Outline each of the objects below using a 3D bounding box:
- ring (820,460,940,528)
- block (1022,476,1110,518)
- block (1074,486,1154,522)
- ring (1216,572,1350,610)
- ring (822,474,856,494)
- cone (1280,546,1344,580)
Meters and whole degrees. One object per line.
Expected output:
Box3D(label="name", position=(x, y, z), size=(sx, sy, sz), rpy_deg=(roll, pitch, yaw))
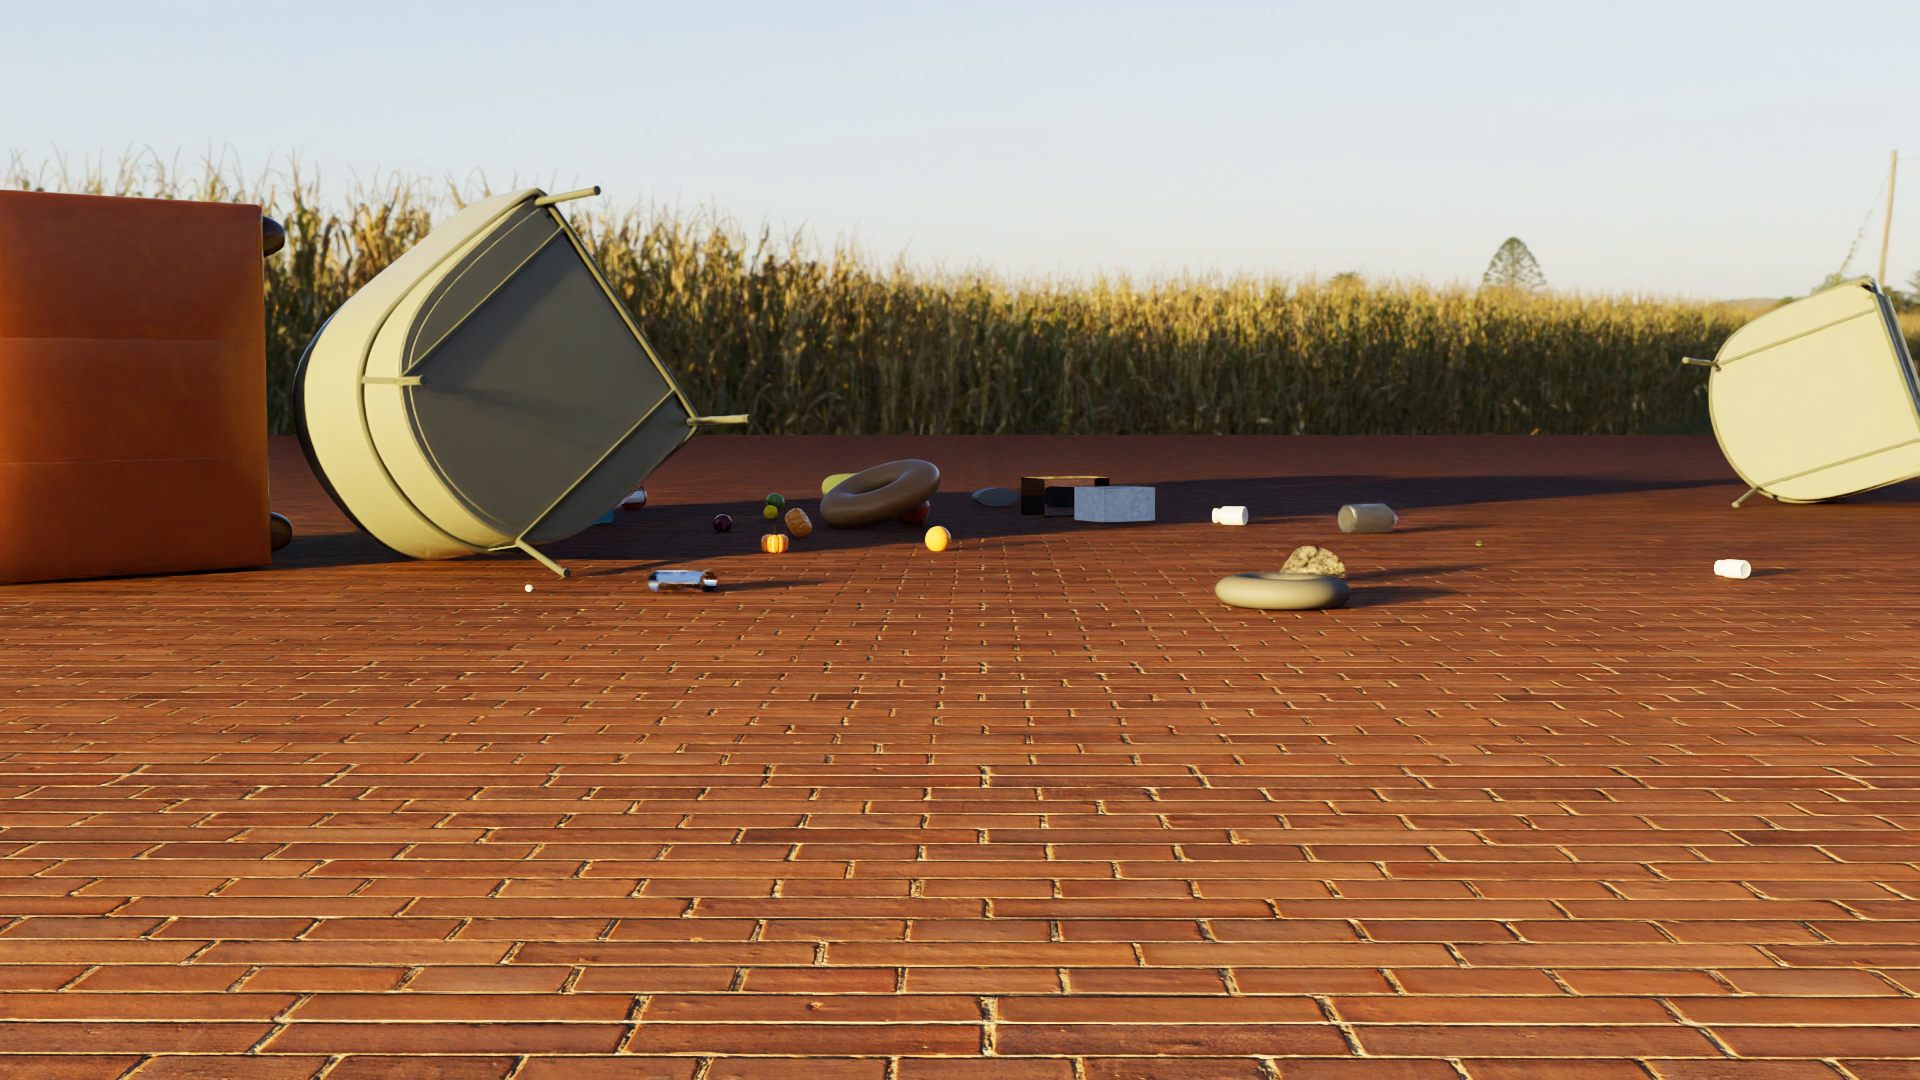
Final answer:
Box3D(label="ring", position=(-0.264, -0.153, 7.254), size=(0.441, 0.105, 0.373), rpy_deg=(-9, 23, 35))
Box3D(label="block", position=(0.374, -0.155, 7.810), size=(0.262, 0.136, 0.174), rpy_deg=(-2, 4, -26))
Box3D(label="block", position=(0.531, -0.125, 7.542), size=(0.213, 0.112, 0.173), rpy_deg=(-2, 5, -31))
Box3D(label="ring", position=(0.668, 0.106, 4.560), size=(0.275, 0.062, 0.295), rpy_deg=(-1, 3, -18))
Box3D(label="ring", position=(-0.377, -0.219, 8.977), size=(0.405, 0.105, 0.235), rpy_deg=(-3, 3, -30))
Box3D(label="cone", position=(0.768, 0.080, 5.060), size=(0.163, 0.088, 0.167), rpy_deg=(-22, 21, -34))
